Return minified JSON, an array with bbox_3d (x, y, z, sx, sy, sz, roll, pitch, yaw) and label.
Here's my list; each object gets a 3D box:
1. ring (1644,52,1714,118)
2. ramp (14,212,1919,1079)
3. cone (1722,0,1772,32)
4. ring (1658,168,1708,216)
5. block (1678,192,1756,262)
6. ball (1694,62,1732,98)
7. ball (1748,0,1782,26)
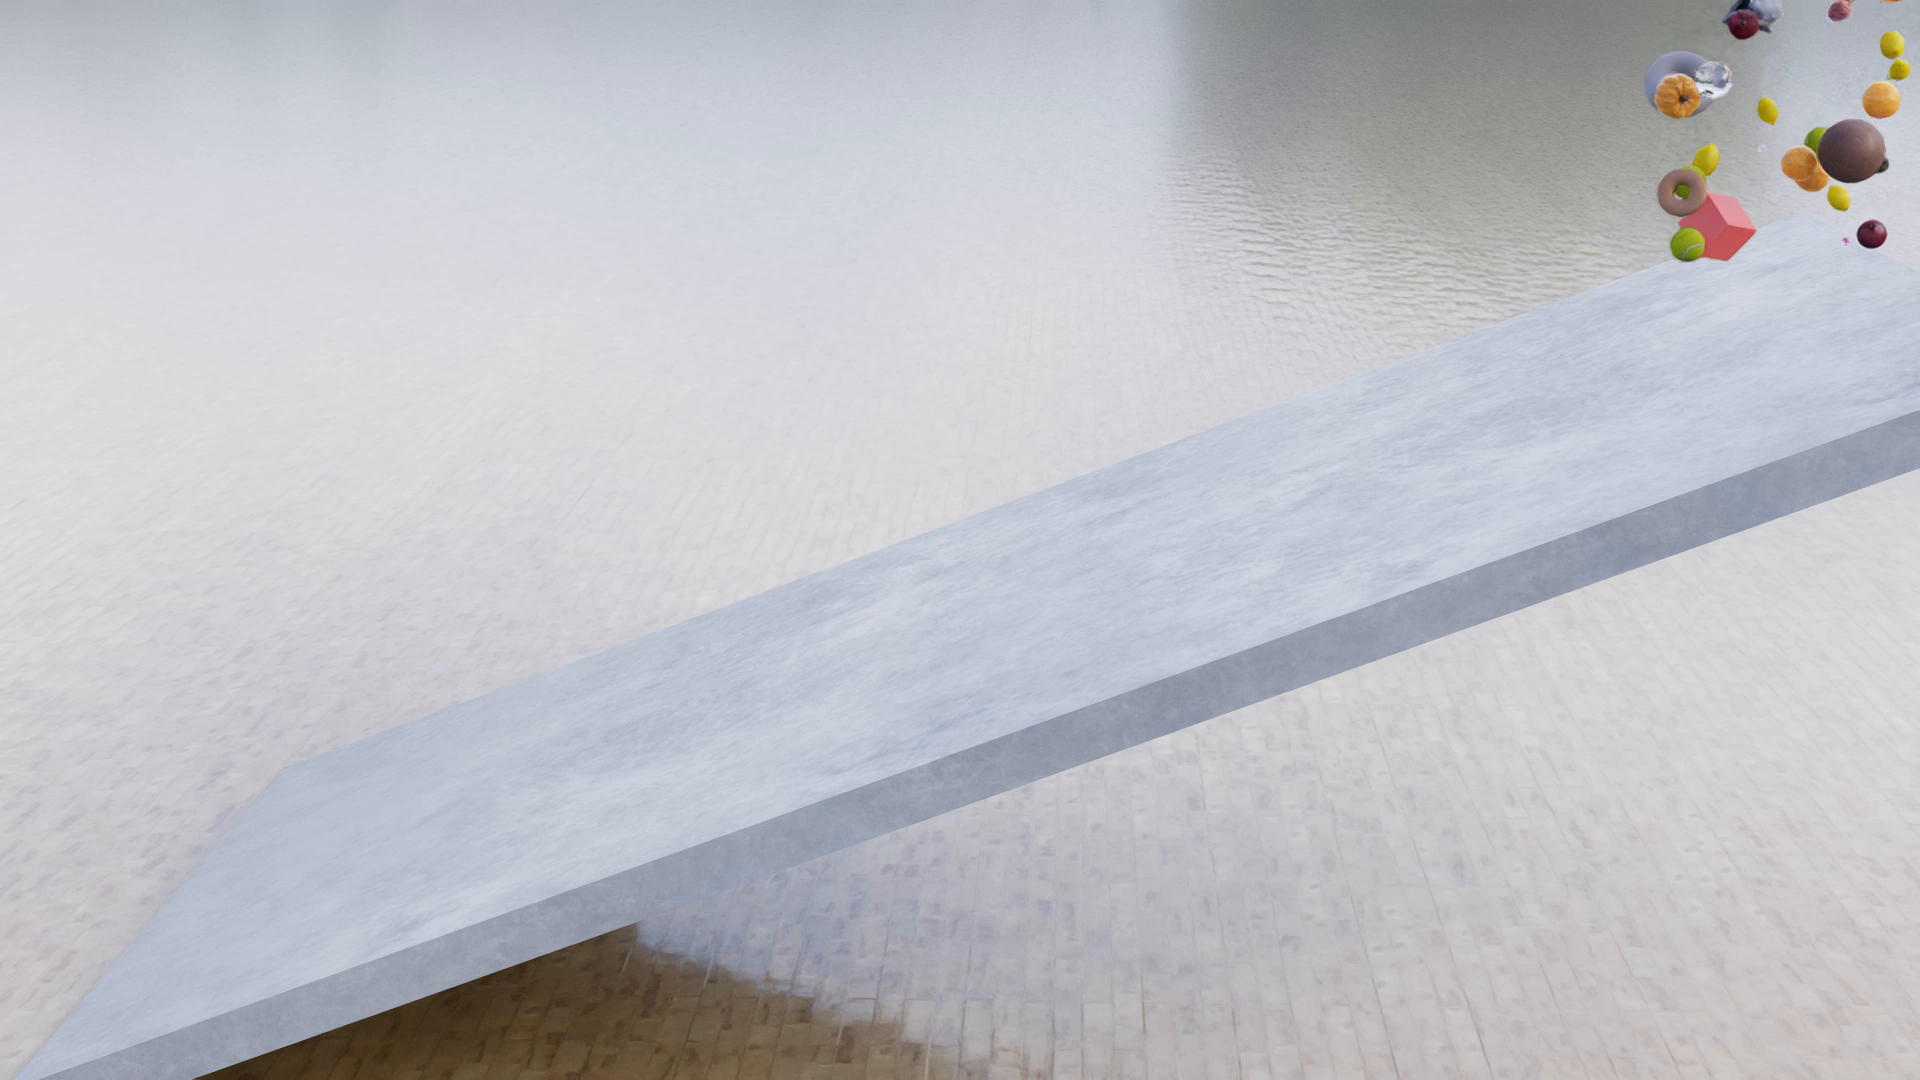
[{"bbox_3d":[1.472,-0.930,6.005,0.146,0.146,0.049,3,-17,11],"label":"ring"},{"bbox_3d":[0.119,0.175,6.294,4.000,0.100,2.000,-20,12,7],"label":"ramp"},{"bbox_3d":[1.635,-1.072,6.055,0.093,0.093,0.093,38,16,0],"label":"cone"},{"bbox_3d":[1.447,-0.696,5.894,0.098,0.098,0.033,6,-6,23],"label":"ring"},{"bbox_3d":[1.568,-0.648,6.091,0.094,0.094,0.094,4,49,-37],"label":"block"},{"bbox_3d":[1.490,-0.910,5.817,0.073,0.073,0.073,0,13,0],"label":"ball"},{"bbox_3d":[1.631,-1.076,5.959,0.067,0.067,0.067,0,13,0],"label":"ball"}]
